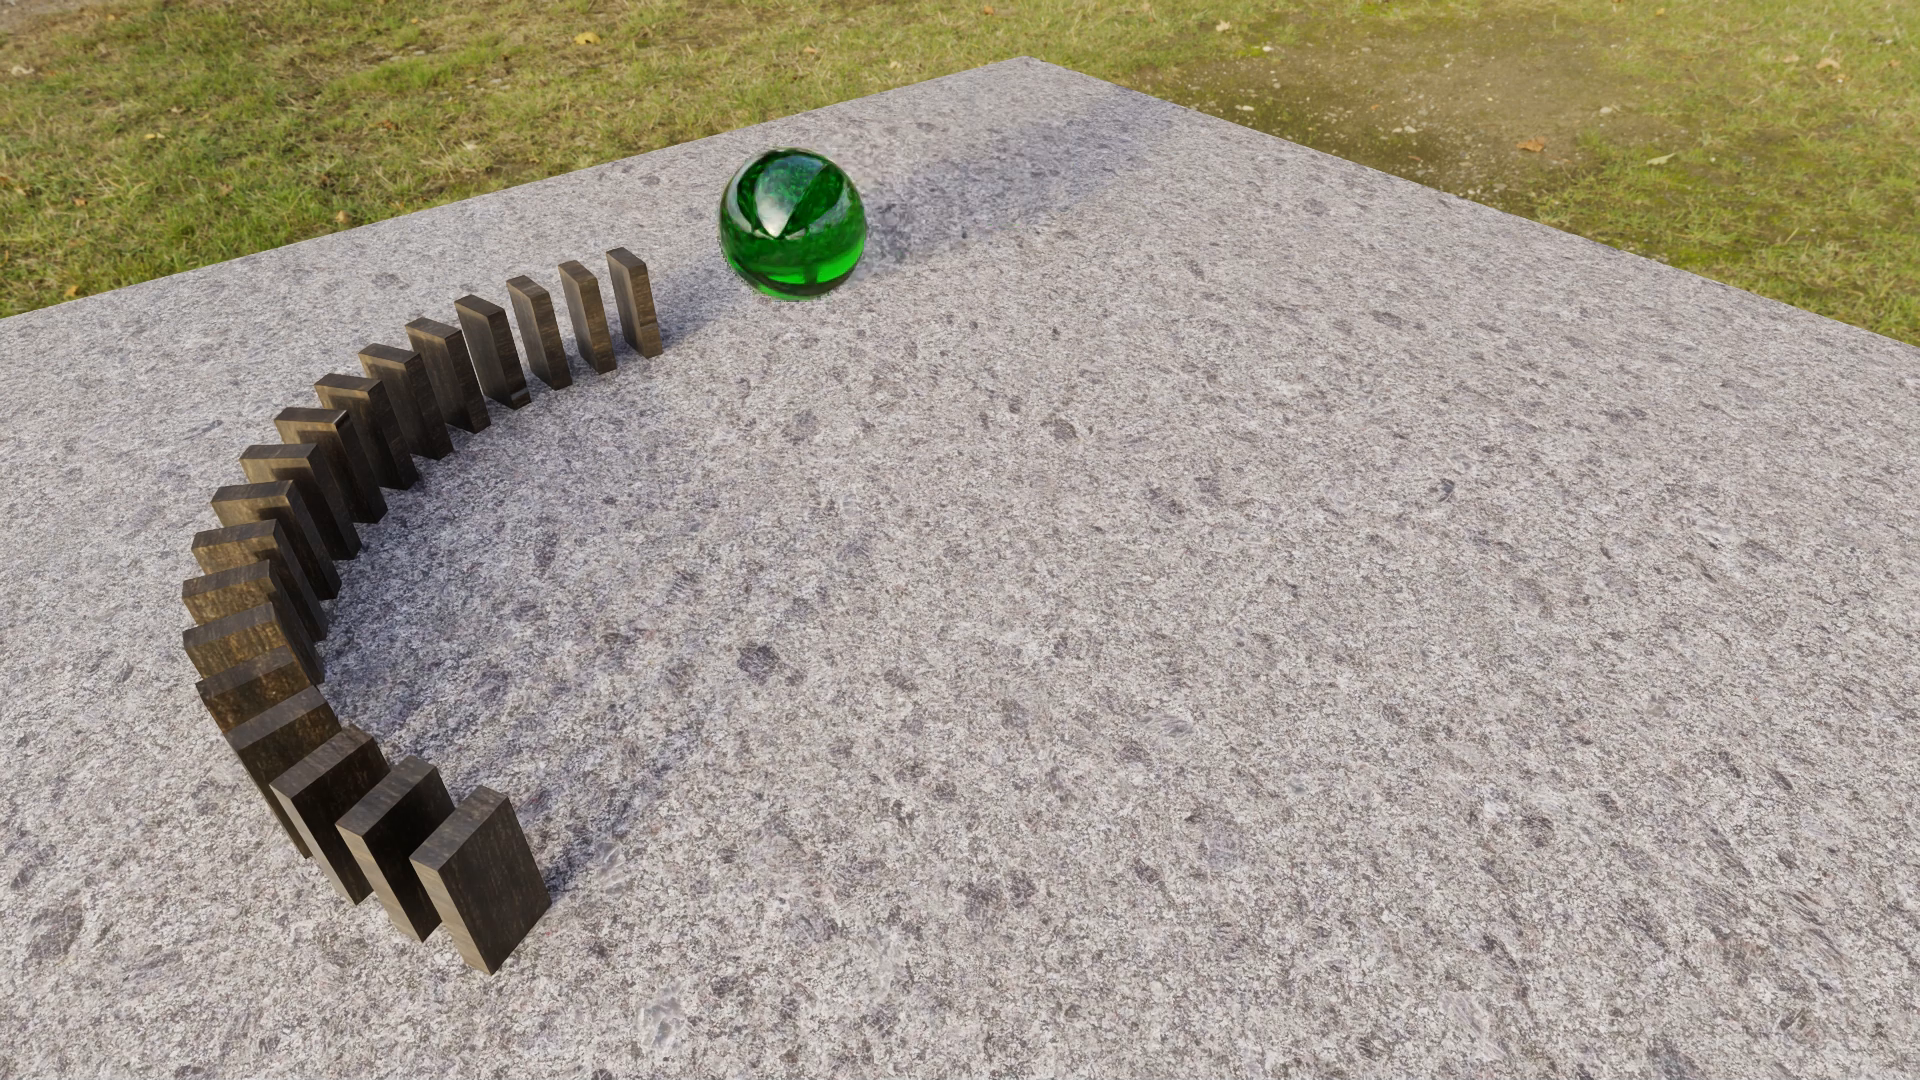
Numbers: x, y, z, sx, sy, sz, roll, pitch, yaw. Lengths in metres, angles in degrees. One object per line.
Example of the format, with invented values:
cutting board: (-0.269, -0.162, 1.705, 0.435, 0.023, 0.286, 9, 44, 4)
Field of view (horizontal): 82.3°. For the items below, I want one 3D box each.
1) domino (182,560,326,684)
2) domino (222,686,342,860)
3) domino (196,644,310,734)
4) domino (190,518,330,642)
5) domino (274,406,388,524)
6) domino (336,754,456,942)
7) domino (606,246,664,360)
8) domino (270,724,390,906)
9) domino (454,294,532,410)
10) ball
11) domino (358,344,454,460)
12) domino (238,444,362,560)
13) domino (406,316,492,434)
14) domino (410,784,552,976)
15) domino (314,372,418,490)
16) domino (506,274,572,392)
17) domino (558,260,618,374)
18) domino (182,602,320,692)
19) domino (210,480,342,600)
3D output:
domino: (-0.238, 0.032, 0.373, 0.025, 0.050, 0.009, -17, 42, -19)
domino: (-0.193, 0.070, 0.327, 0.009, 0.050, 0.025, 29, 48, 31)
domino: (-0.211, 0.058, 0.340, 0.025, 0.050, 0.010, -29, 47, -30)
domino: (-0.247, 0.017, 0.391, 0.025, 0.050, 0.010, -12, 41, -14)
domino: (-0.255, -0.030, 0.448, 0.025, 0.050, 0.010, 4, 39, 4)
domino: (-0.151, 0.086, 0.306, 0.009, 0.050, 0.025, 16, 42, 19)
domino: (-0.165, -0.120, 0.558, 0.009, 0.050, 0.025, -28, 47, -30)
domino: (-0.174, 0.079, 0.315, 0.009, 0.050, 0.025, 21, 44, 24)
domino: (-0.220, -0.088, 0.519, 0.025, 0.050, 0.010, 25, 45, 27)
ball: (-0.091, -0.171, 0.596, 0.080, 0.080, 0.080, 0, 39, 0)
domino: (-0.244, -0.061, 0.485, 0.025, 0.050, 0.009, 13, 41, 16)
domino: (-0.256, -0.014, 0.428, 0.025, 0.050, 0.009, -2, 39, -2)
domino: (-0.234, -0.075, 0.503, 0.025, 0.050, 0.009, 19, 43, 22)
domino: (-0.129, 0.093, 0.298, 0.009, 0.050, 0.025, 16, 42, 18)
domino: (-0.251, -0.045, 0.467, 0.025, 0.050, 0.010, 8, 40, 10)
domino: (-0.204, -0.100, 0.534, 0.009, 0.050, 0.025, -31, 48, -32)
domino: (-0.185, -0.110, 0.546, 0.009, 0.050, 0.025, -26, 46, -28)
domino: (-0.226, 0.046, 0.356, 0.025, 0.050, 0.010, -22, 44, -25)
domino: (-0.253, 0.002, 0.409, 0.025, 0.050, 0.010, -6, 40, -8)
